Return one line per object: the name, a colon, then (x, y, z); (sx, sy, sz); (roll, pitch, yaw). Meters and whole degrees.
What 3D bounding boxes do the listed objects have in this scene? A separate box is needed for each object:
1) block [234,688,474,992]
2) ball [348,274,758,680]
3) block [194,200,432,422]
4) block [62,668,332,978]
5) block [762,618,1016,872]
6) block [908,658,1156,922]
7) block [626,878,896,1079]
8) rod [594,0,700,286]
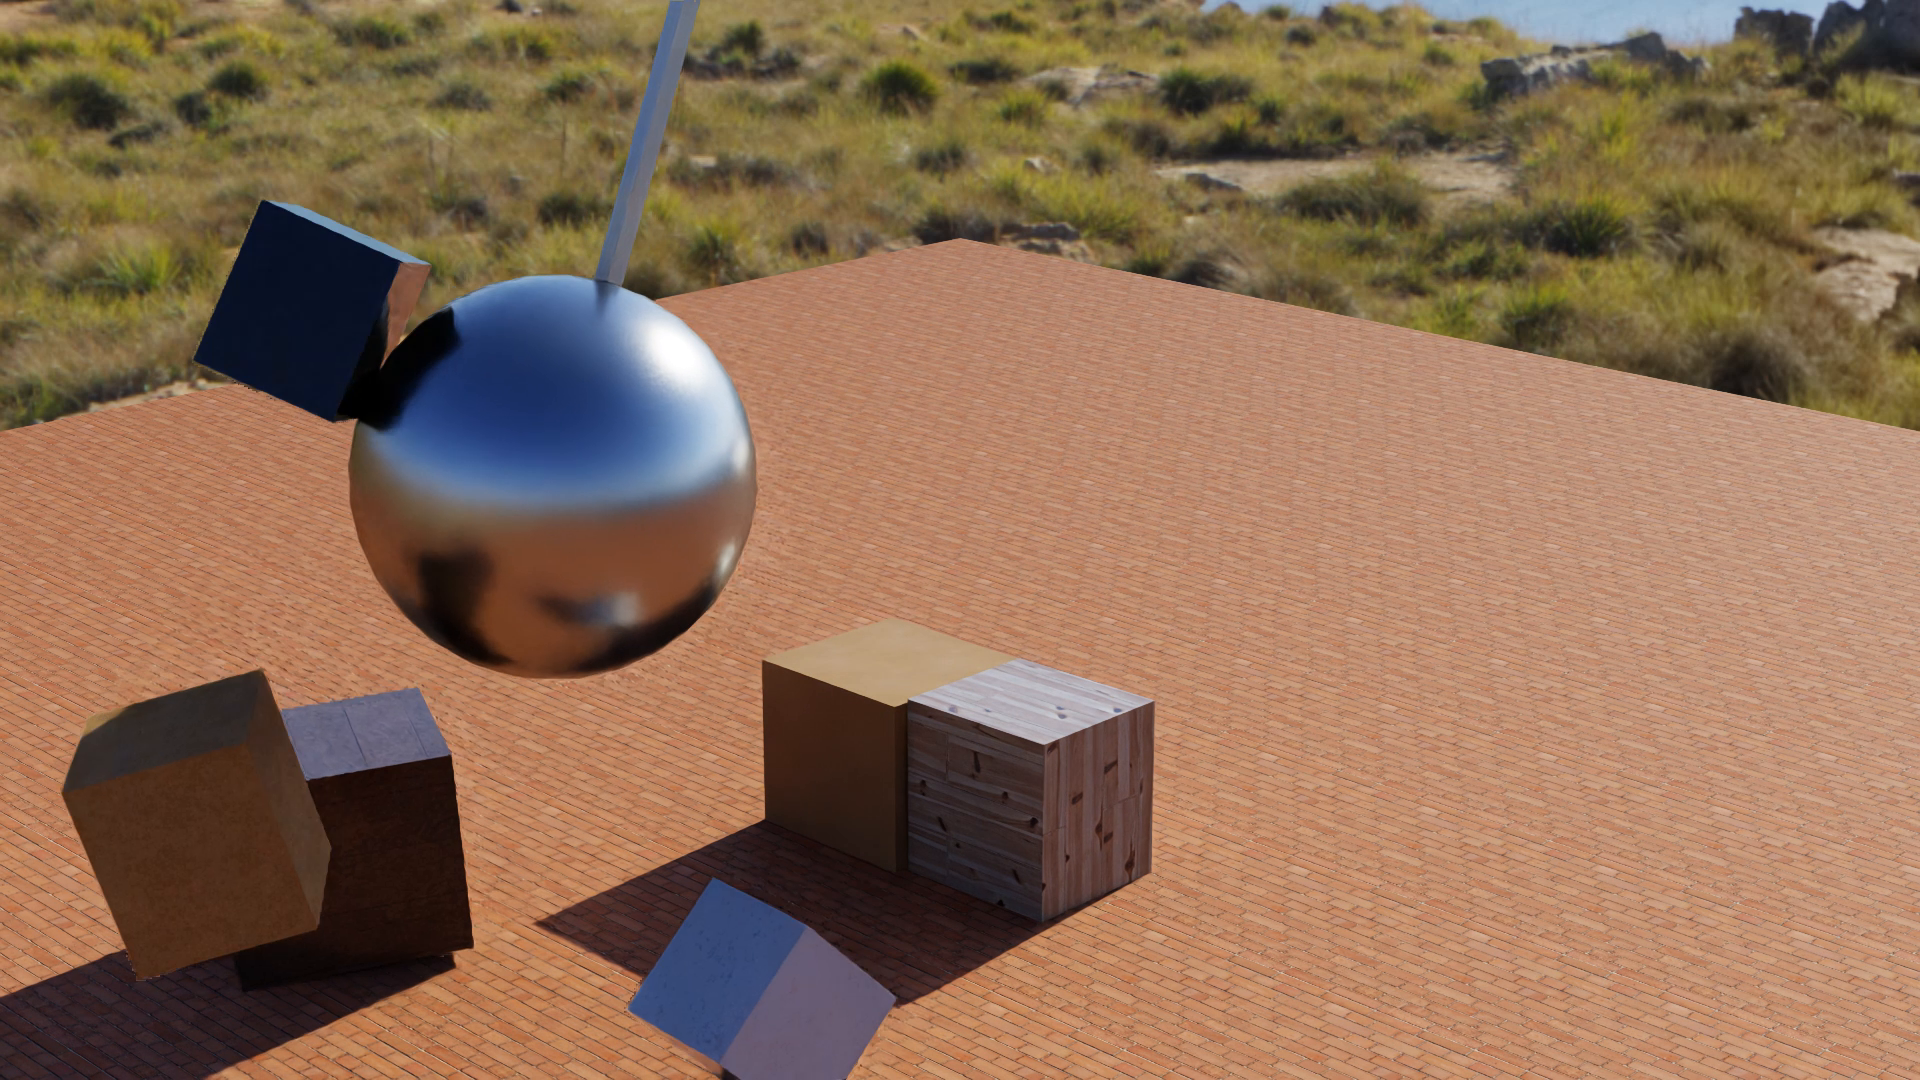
block: (-2.713, 1.277, 12.698); (0.977, 0.895, 0.869); (-9, 19, -17)
ball: (-1.601, -0.246, 11.586); (1.600, 1.600, 1.600); (0, 17, 0)
block: (-2.496, -0.886, 11.363); (0.569, 0.662, 0.646); (24, 4, -2)
block: (-2.855, 1.060, 11.039); (0.687, 0.809, 0.641); (-15, 23, -1)
block: (-0.313, 0.955, 13.948); (0.902, 0.814, 0.861); (17, 24, 42)
block: (0.322, 1.123, 13.368); (0.826, 0.842, 0.754); (16, 23, 41)
block: (-0.757, 1.777, 11.237); (0.576, 0.627, 0.601); (19, 70, 45)
rod: (-0.694, -3.522, 11.508); (0.080, 5.200, 0.080); (17, 2, 42)
